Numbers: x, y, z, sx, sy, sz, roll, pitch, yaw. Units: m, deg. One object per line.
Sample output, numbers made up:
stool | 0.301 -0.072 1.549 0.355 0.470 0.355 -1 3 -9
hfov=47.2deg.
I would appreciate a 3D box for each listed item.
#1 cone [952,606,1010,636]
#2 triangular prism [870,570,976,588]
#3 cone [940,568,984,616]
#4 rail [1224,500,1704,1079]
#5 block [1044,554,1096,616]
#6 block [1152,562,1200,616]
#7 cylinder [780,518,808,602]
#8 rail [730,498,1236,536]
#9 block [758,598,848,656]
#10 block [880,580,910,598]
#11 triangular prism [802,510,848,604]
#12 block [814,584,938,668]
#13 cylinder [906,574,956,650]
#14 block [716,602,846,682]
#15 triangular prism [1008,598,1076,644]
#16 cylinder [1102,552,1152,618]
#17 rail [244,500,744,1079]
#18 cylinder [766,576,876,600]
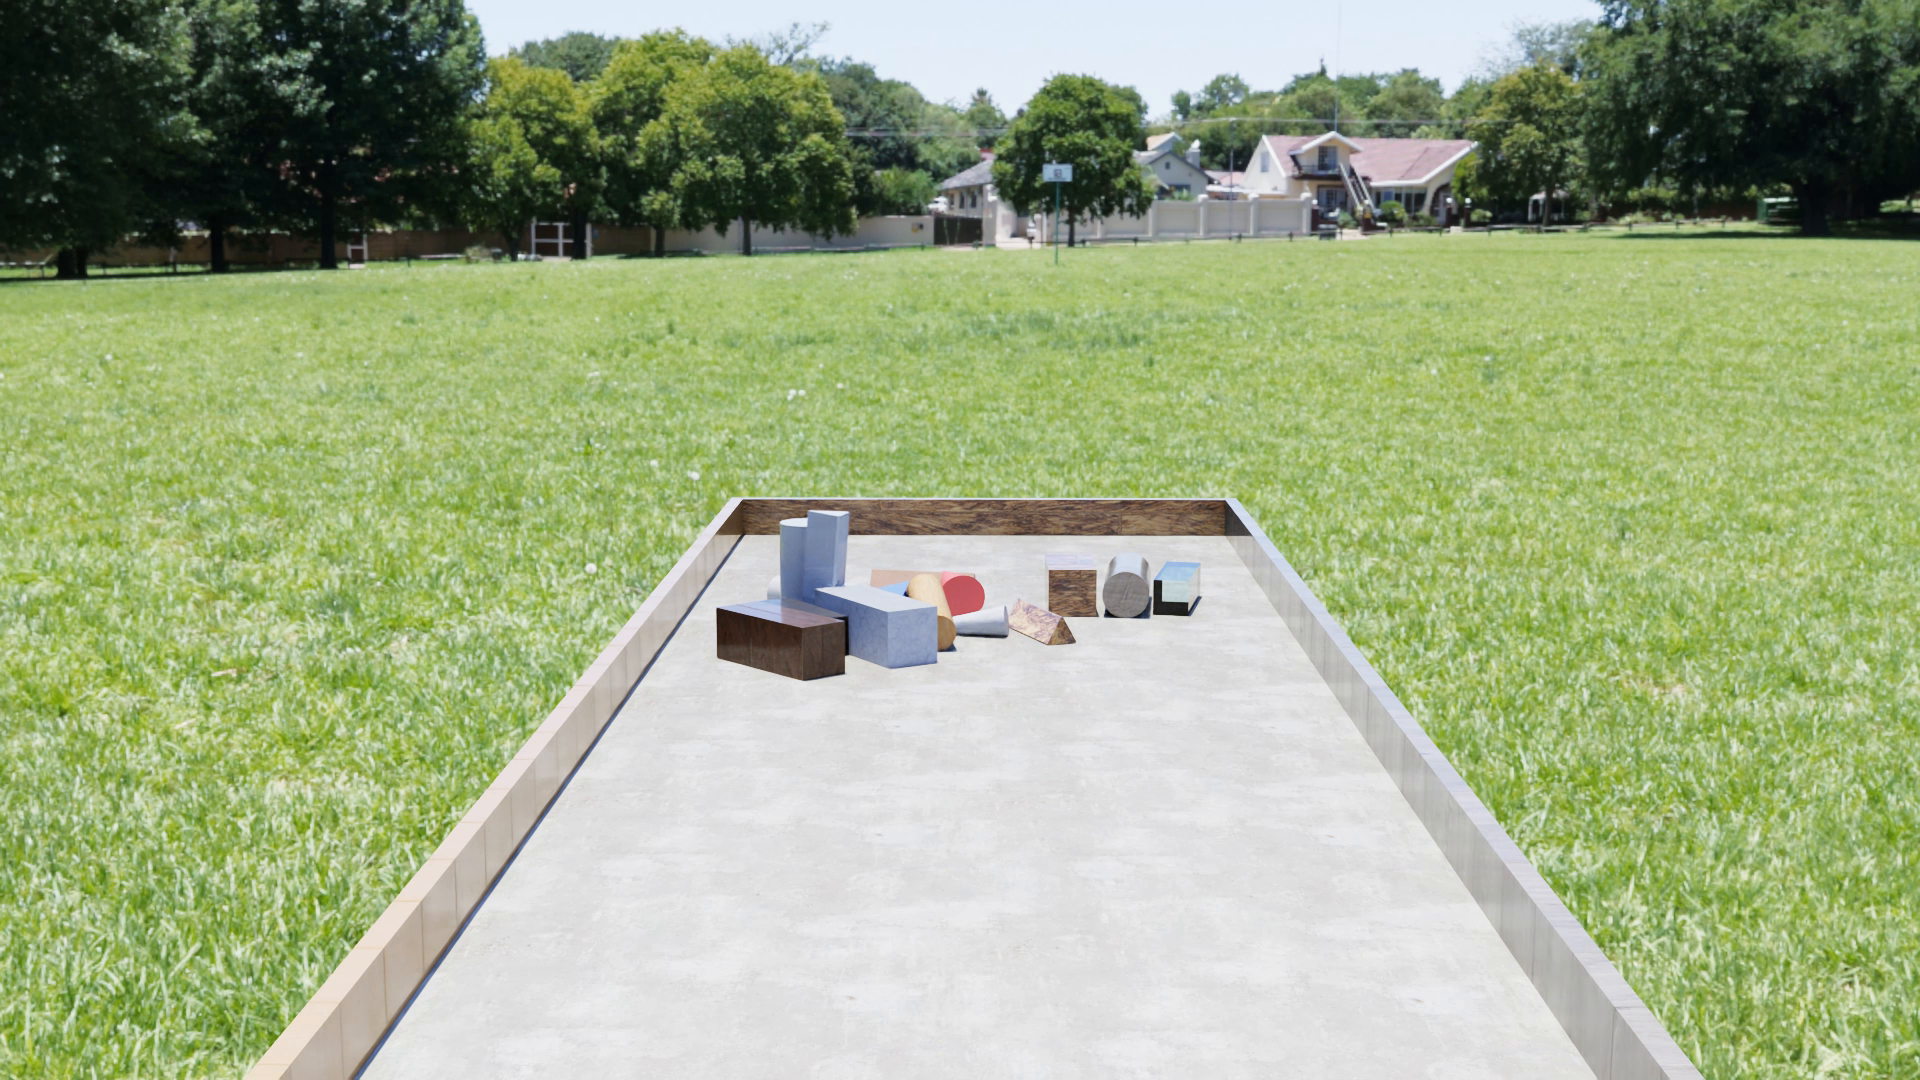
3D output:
cone | -0.052 0.279 7.091 0.410 0.100 0.100 -6 8 10
triangular prism | -0.127 0.164 7.587 0.363 0.115 0.133 2 10 13
cone | -0.026 0.148 7.428 0.159 0.159 0.301 -2 21 -10
rail | 1.046 0.843 3.208 0.050 0.150 12.000 0 9 1
block | 0.377 0.153 7.528 0.161 0.161 0.322 0 9 0
block | 0.749 0.166 7.579 0.120 0.120 0.380 2 9 12
cylinder | -0.499 0.112 7.196 0.179 0.344 0.179 1 9 0
rail | 0.099 -0.098 9.147 2.100 0.150 0.050 0 9 1
block | -0.497 0.275 6.882 0.123 0.123 0.371 -6 11 -33
block | -0.217 0.226 7.184 0.104 0.104 0.371 -12 8 5
triangular prism | -0.410 0.107 7.053 0.136 0.393 0.118 10 9 40
block | -0.263 0.263 6.798 0.173 0.173 0.456 -6 11 -32
cylinder | -0.093 0.227 7.010 0.118 0.118 0.407 -1 18 -6
block | -0.542 0.300 6.609 0.158 0.158 0.429 -8 12 -41
triangular prism | 0.256 0.259 7.084 0.099 0.086 0.349 -4 10 -22
cylinder | 0.574 0.152 7.550 0.157 0.157 0.414 1 9 6
rail | -1.004 0.839 3.234 0.050 0.150 12.000 0 9 1
cylinder | -0.458 0.197 7.381 0.382 0.121 0.121 6 11 32
